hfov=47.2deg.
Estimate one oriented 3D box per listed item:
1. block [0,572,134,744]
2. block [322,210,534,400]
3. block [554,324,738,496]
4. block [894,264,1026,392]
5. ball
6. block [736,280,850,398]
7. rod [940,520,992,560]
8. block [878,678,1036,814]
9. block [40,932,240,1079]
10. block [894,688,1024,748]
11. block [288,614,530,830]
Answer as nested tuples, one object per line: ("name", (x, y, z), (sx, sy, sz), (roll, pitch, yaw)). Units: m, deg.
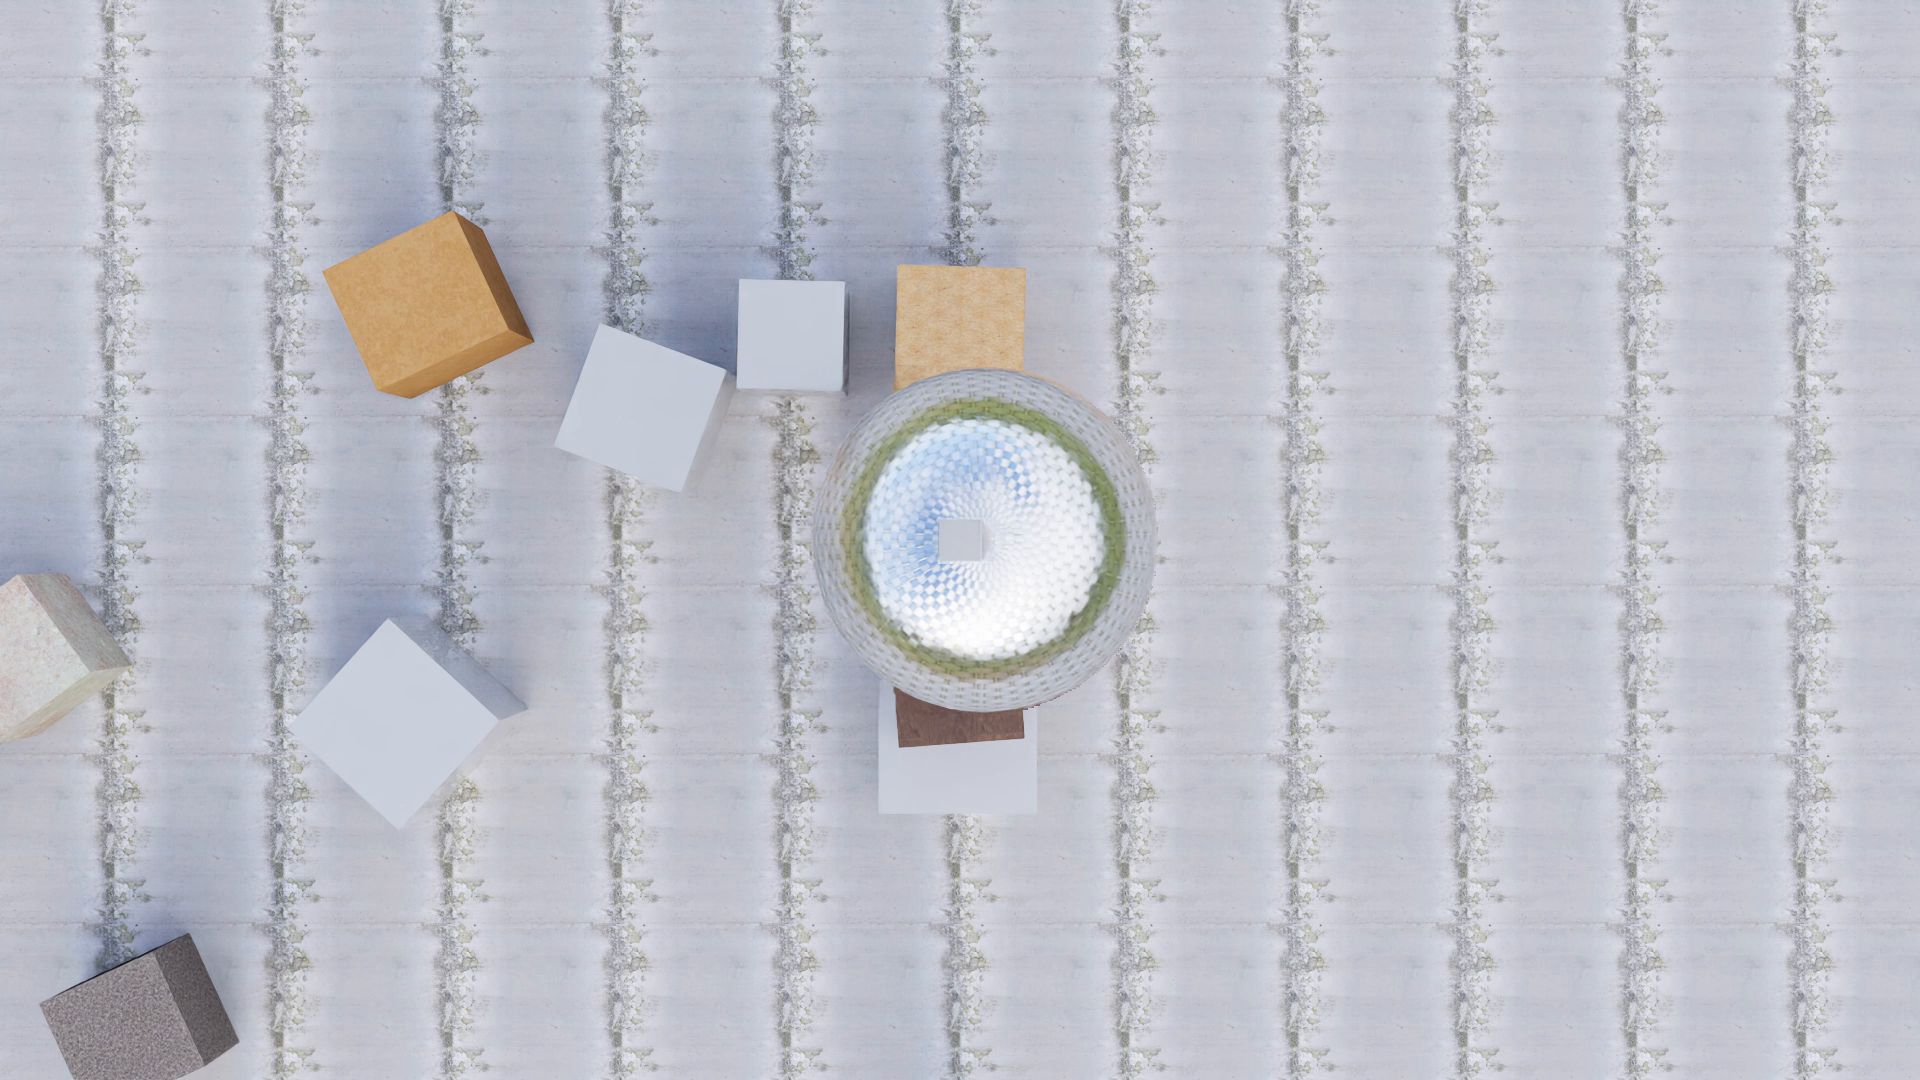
("block", (-5.367, 0.673, 12.670), (0.699, 0.660, 0.681), (-36, 90, 0))
("block", (-3.034, -1.334, 12.622), (0.807, 0.756, 0.733), (-25, 90, 0))
("block", (-1.791, -0.739, 12.656), (0.757, 0.688, 0.737), (20, 90, 0))
("block", (0.000, -1.150, 12.640), (0.717, 0.720, 0.758), (2, 90, 0))
("ball", (0.110, 0.000, 10.214), (1.600, 1.600, 1.600), (0, 90, 0))
("block", (-0.951, -1.152, 12.677), (0.591, 0.647, 0.612), (1, 90, 0))
("rod", (0.048, 0.000, 6.815), (0.080, 5.200, 0.080), (0, 90, 1))
("block", (-0.012, 1.093, 12.601), (0.878, 0.798, 0.850), (0, 90, 0))
("block", (-4.727, 2.792, 12.702), (0.706, 0.596, 0.713), (-25, 90, 0))
("block", (-0.014, 0.754, 11.914), (0.669, 0.576, 0.644), (-4, 90, 0))
("block", (-3.133, 1.020, 12.581), (0.838, 0.839, 0.825), (42, 90, 0))
